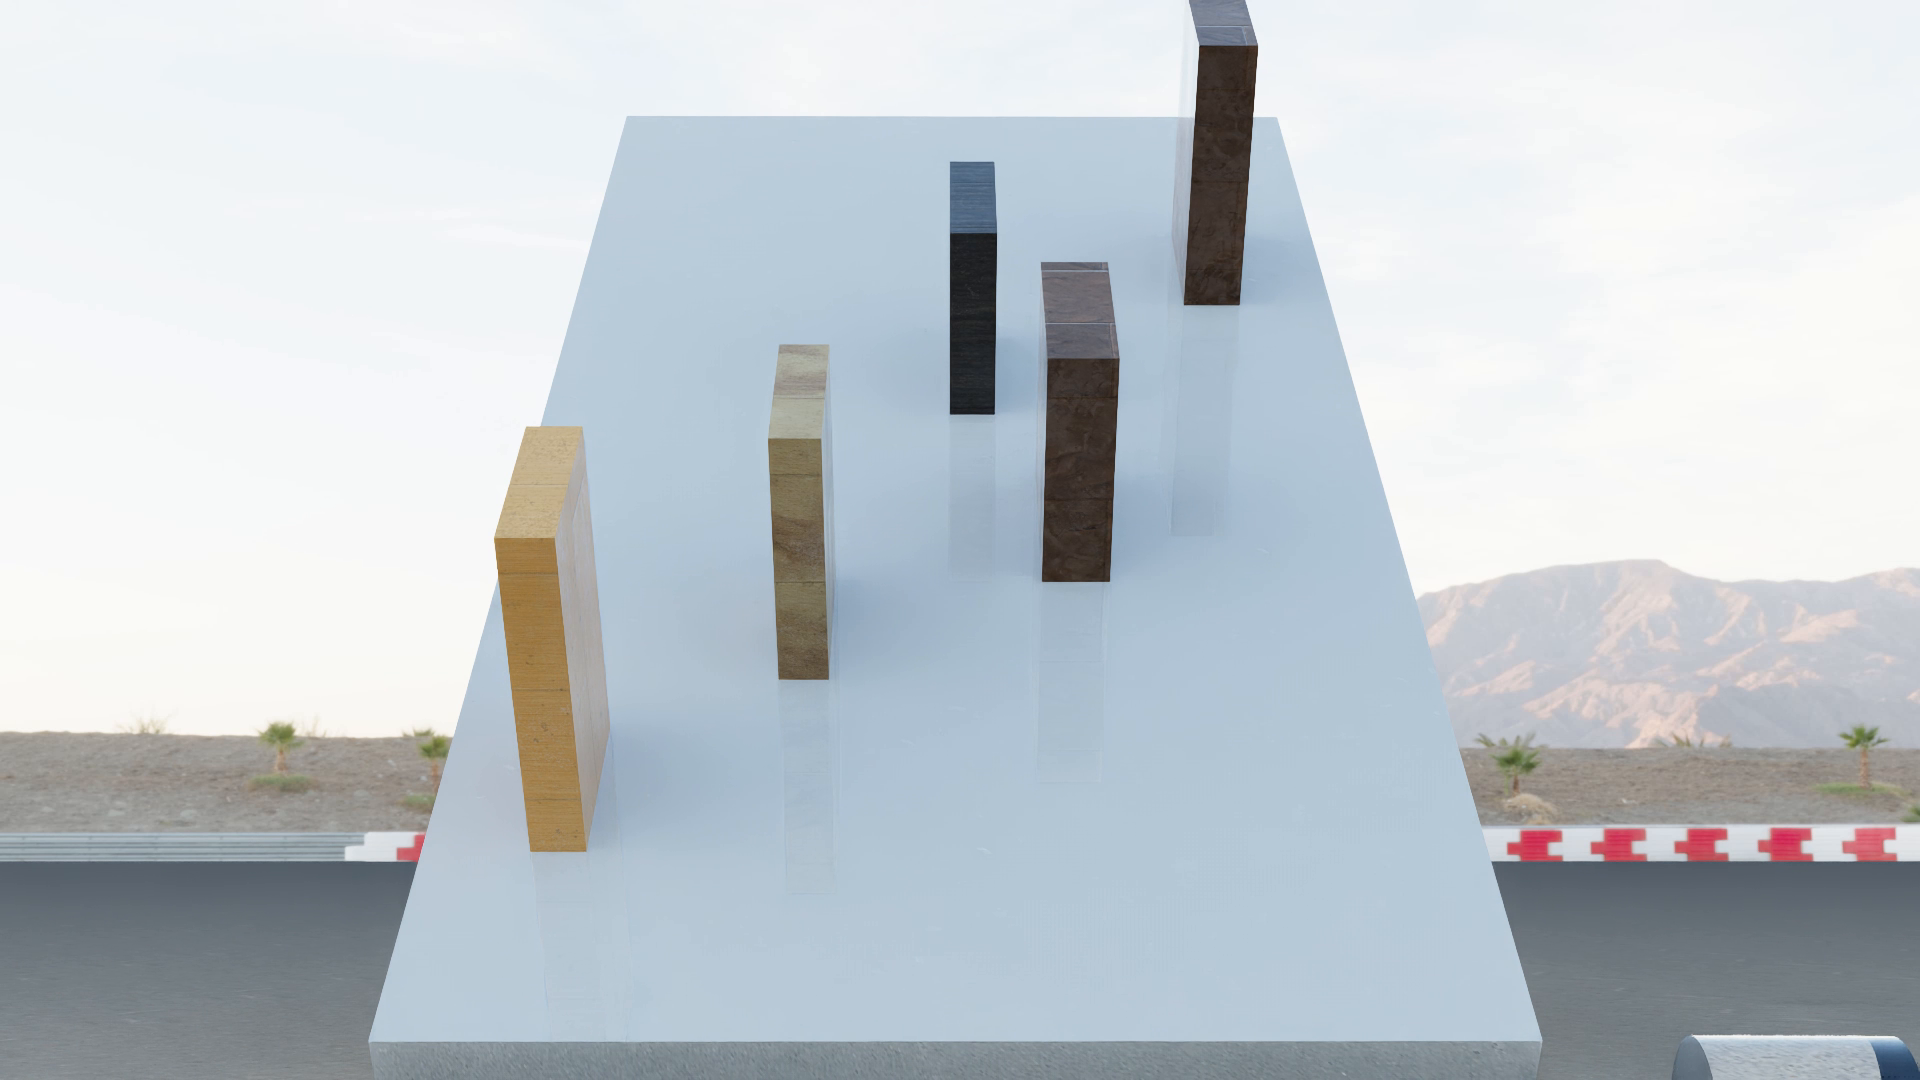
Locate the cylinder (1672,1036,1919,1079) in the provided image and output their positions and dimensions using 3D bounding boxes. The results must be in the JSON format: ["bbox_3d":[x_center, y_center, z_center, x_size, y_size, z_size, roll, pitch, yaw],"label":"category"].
[{"bbox_3d":[0.860,0.614,2.523,0.207,0.207,0.207,0,-7,2],"label":"cylinder"}]

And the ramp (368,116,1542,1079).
[{"bbox_3d":[-0.015,-0.183,5.891,2.000,0.100,4.000,0,33,0],"label":"ramp"}]

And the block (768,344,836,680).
[{"bbox_3d":[-0.322,-0.058,5.068,0.103,0.575,0.386,0,33,0],"label":"block"}]

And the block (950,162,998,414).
[{"bbox_3d":[0.030,-0.621,6.032,0.110,0.487,0.409,0,33,0],"label":"block"}]

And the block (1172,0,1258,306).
[{"bbox_3d":[0.665,-1.038,6.470,0.148,0.722,0.423,0,33,0],"label":"block"}]

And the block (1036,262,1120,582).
[{"bbox_3d":[0.254,-0.263,5.412,0.149,0.554,0.449,0,33,0],"label":"block"}]

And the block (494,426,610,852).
[{"bbox_3d":[-0.752,0.186,4.571,0.105,0.697,0.385,0,33,0],"label":"block"}]
